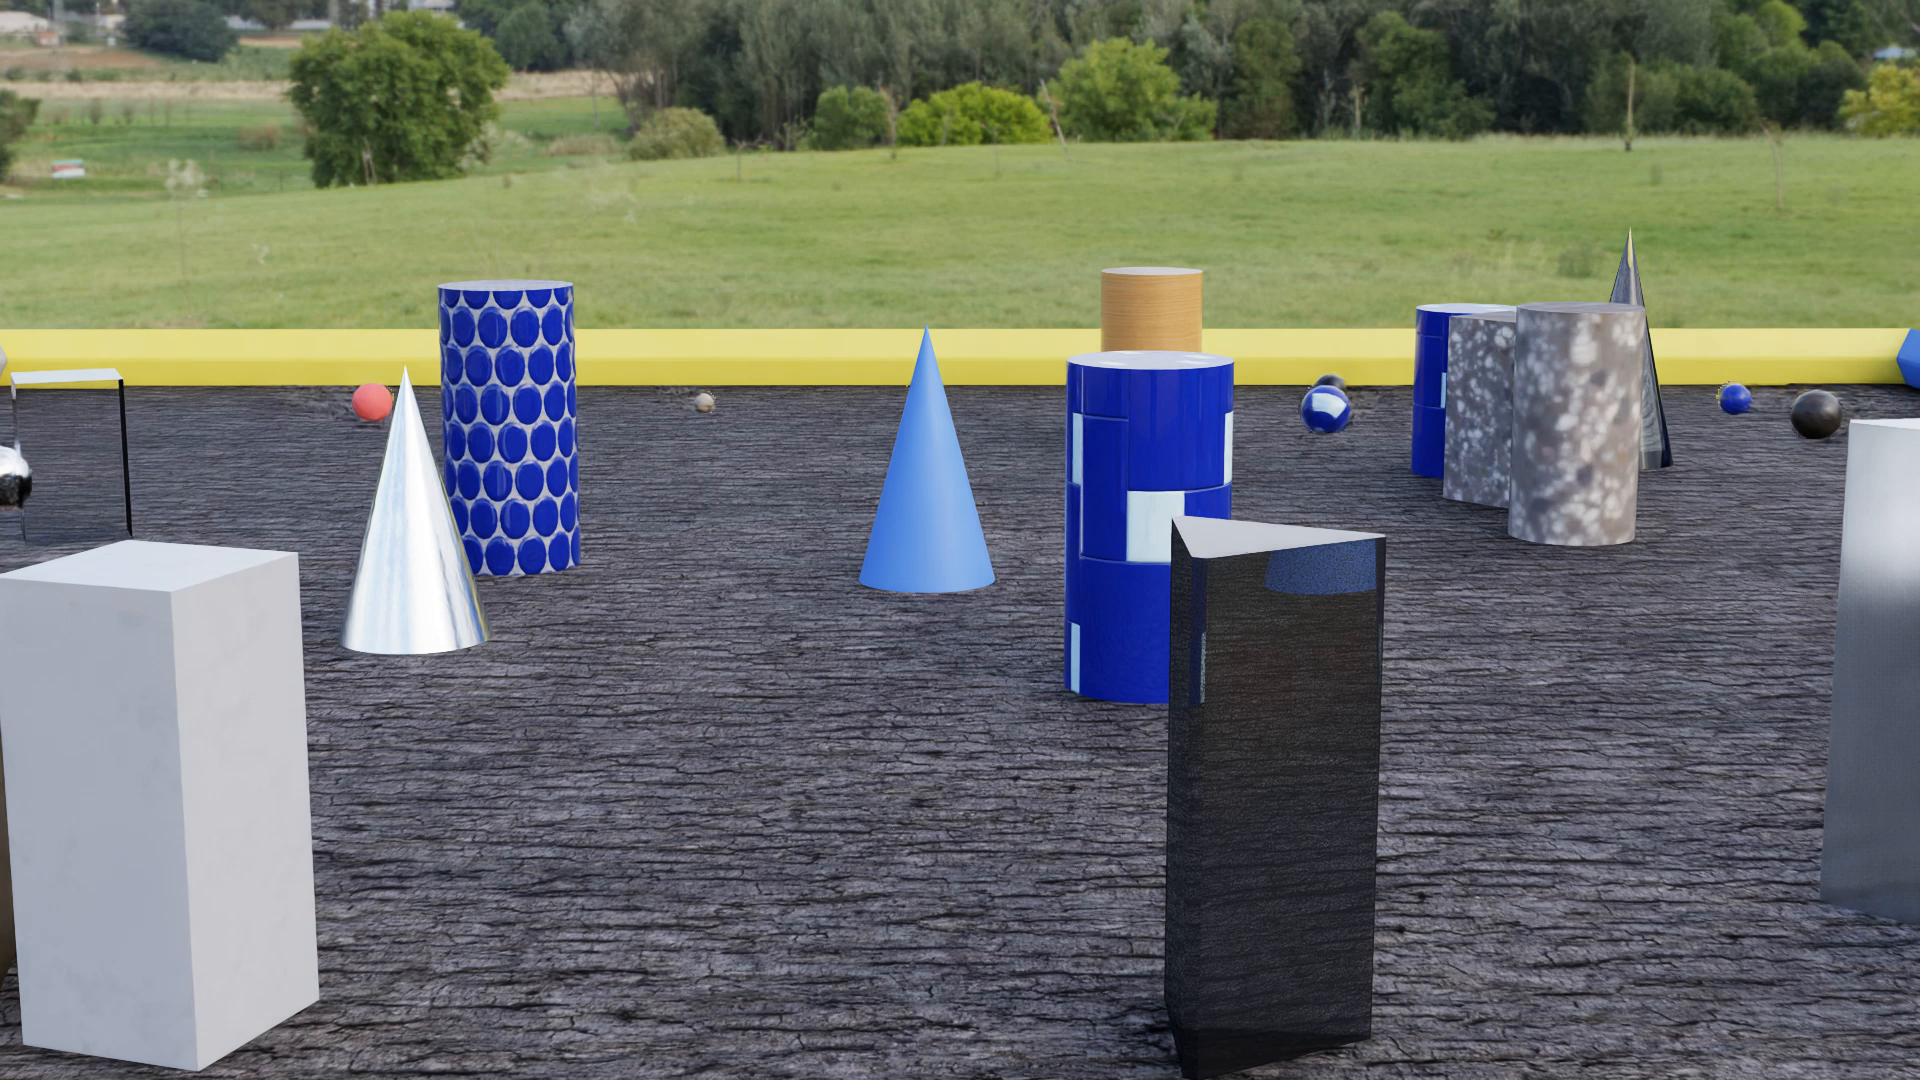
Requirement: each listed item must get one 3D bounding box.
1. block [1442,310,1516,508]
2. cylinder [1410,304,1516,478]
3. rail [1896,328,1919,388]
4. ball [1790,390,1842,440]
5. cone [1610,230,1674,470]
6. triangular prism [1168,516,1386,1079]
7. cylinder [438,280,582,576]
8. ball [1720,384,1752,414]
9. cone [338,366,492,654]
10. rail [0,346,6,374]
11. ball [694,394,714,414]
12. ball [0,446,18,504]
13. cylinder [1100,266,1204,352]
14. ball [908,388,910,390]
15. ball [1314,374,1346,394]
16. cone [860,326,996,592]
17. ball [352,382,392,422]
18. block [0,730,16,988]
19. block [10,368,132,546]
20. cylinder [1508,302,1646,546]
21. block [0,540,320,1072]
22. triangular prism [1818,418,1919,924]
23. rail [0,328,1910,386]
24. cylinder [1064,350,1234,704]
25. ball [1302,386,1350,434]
[{"bbox_3d":[0.932,-0.222,4.327,0.156,0.309,0.156,-9,14,-40],"label":"block"},{"bbox_3d":[0.915,-0.269,4.619,0.195,0.296,0.195,0,11,0],"label":"cylinder"},{"bbox_3d":[2.175,0.030,3.461,0.045,0.127,4.970,0,11,0],"label":"rail"},{"bbox_3d":[1.683,-0.247,5.043,0.097,0.097,0.097,0,11,0],"label":"ball"},{"bbox_3d":[1.224,-0.359,4.725,0.195,0.434,0.195,0,11,0],"label":"cone"},{"bbox_3d":[0.202,0.183,1.932,0.169,0.386,0.147,-6,12,-30],"label":"triangular prism"},{"bbox_3d":[-0.660,-0.168,3.761,0.195,0.410,0.195,0,11,0],"label":"cylinder"},{"bbox_3d":[1.630,-0.296,5.394,0.065,0.065,0.065,0,11,0],"label":"ball"},{"bbox_3d":[-0.701,-0.048,3.273,0.195,0.351,0.195,0,11,0],"label":"cone"},{"bbox_3d":[-2.175,0.035,3.437,0.045,0.127,4.970,0,11,0],"label":"rail"},{"bbox_3d":[-0.540,-0.287,5.413,0.042,0.042,0.042,0,11,0],"label":"ball"},{"bbox_3d":[-1.607,-0.109,4.298,0.097,0.097,0.097,0,11,0],"label":"ball"},{"bbox_3d":[0.368,-0.351,4.949,0.195,0.336,0.195,0,11,0],"label":"cylinder"},{"bbox_3d":[-0.082,-0.313,5.501,0.059,0.059,0.059,0,11,0],"label":"ball"},{"bbox_3d":[0.796,-0.322,5.520,0.072,0.072,0.072,0,11,0],"label":"ball"},{"bbox_3d":[-0.047,-0.124,3.644,0.195,0.367,0.195,0,11,0],"label":"cone"},{"bbox_3d":[-1.211,-0.284,5.289,0.081,0.081,0.081,0,11,0],"label":"ball"},{"bbox_3d":[-0.848,0.241,2.034,0.156,0.236,0.156,-2,11,-12],"label":"block"},{"bbox_3d":[-1.387,-0.132,4.005,0.156,0.250,0.156,-4,11,-22],"label":"block"},{"bbox_3d":[0.959,-0.184,3.994,0.195,0.357,0.195,0,11,0],"label":"cylinder"},{"bbox_3d":[-0.605,0.195,1.944,0.156,0.359,0.156,4,11,19],"label":"block"},{"bbox_3d":[0.870,0.110,2.217,0.147,0.426,0.169,-9,14,-41],"label":"triangular prism"},{"bbox_3d":[-0.014,-0.416,5.869,4.398,0.127,0.045,0,11,0],"label":"rail"},{"bbox_3d":[0.221,-0.019,3.022,0.195,0.387,0.195,0,11,0],"label":"cylinder"},{"bbox_3d":[0.729,-0.260,5.111,0.098,0.098,0.098,0,11,0],"label":"ball"}]
